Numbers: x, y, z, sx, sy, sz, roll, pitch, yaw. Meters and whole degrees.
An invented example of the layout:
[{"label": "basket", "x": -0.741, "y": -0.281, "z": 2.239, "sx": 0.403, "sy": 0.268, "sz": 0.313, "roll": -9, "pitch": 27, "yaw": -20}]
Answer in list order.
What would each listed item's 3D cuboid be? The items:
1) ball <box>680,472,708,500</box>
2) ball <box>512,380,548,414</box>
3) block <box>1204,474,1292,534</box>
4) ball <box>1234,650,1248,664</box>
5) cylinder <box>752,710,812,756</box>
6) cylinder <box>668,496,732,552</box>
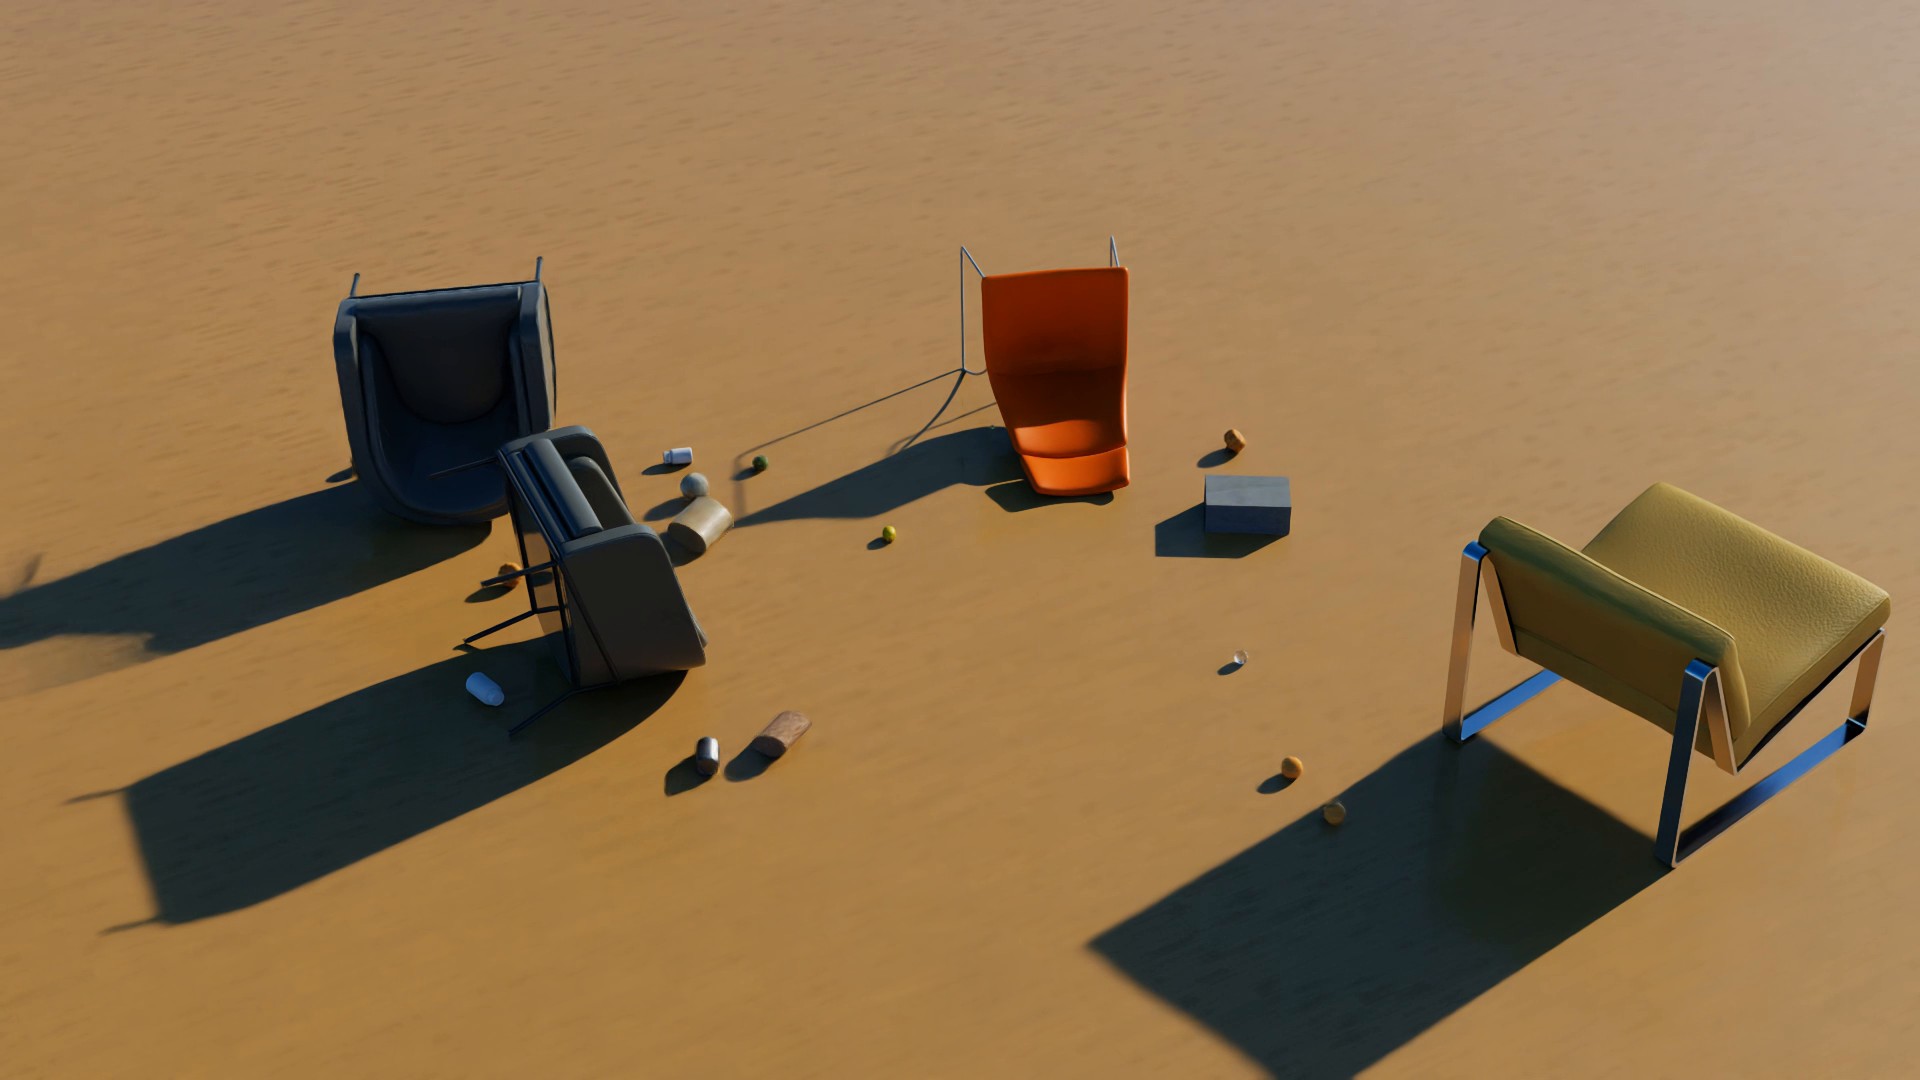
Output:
[{"label": "ball", "x": -1.011, "y": -0.203, "z": 11.156, "sx": 0.106, "sy": 0.106, "sz": 0.106, "roll": 0, "pitch": 33, "yaw": 0}, {"label": "ball", "x": -1.712, "y": -0.568, "z": 11.682, "sx": 0.137, "sy": 0.137, "sz": 0.137, "roll": 0, "pitch": 33, "yaw": 0}, {"label": "block", "x": 1.080, "y": -0.134, "z": 11.038, "sx": 0.315, "sy": 0.121, "sz": 0.212, "roll": 1, "pitch": 33, "yaw": 2}, {"label": "ball", "x": 0.985, "y": 0.410, "z": 10.276, "sx": 0.050, "sy": 0.050, "sz": 0.050, "roll": 0, "pitch": 33, "yaw": 0}, {"label": "cylinder", "x": -0.600, "y": 0.651, "z": 9.875, "sx": 0.142, "sy": 0.081, "sz": 0.163, "roll": -1, "pitch": 28, "yaw": 36}, {"label": "cylinder", "x": -0.967, "y": -0.059, "z": 10.933, "sx": 0.170, "sy": 0.098, "sz": 0.201, "roll": 32, "pitch": 40, "yaw": 7}]
